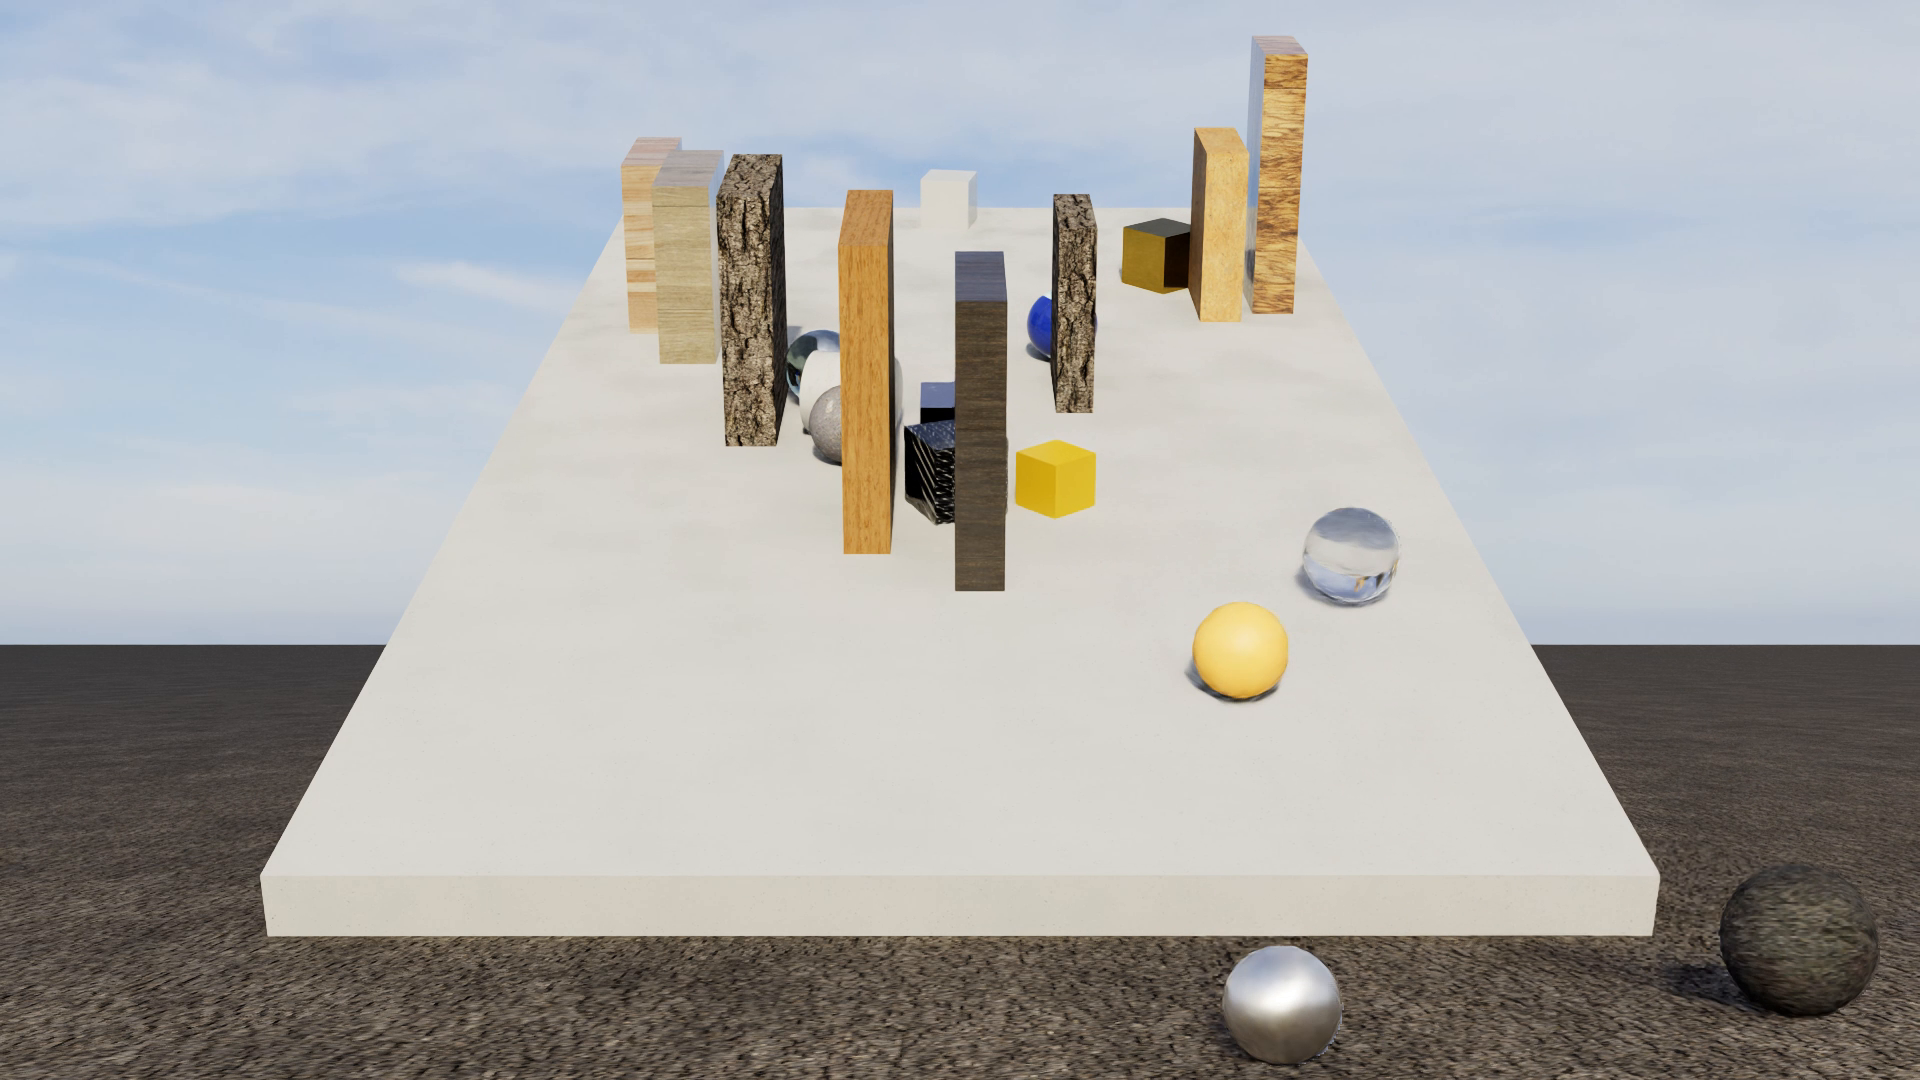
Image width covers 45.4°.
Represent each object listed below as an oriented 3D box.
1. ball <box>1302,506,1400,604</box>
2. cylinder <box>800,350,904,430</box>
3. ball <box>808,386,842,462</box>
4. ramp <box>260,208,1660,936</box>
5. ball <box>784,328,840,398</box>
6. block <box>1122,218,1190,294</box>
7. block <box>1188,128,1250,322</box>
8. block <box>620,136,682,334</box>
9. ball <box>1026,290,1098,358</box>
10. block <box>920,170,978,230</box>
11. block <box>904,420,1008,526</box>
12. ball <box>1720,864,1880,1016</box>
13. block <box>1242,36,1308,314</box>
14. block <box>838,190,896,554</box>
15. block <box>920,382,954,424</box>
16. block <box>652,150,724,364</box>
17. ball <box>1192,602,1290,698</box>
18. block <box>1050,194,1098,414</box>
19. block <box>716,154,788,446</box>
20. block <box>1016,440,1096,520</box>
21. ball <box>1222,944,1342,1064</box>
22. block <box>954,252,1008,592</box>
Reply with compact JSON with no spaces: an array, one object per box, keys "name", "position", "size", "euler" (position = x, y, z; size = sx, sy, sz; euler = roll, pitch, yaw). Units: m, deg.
[{"name":"ball","position":[0.711,0.027,4.171],"size":[0.176,0.176,0.176],"euler":[0,-2,0]},{"name":"cylinder","position":[-0.237,-0.319,5.022],"size":[0.179,0.179,0.179],"euler":[6,-1,15]},{"name":"ball","position":[-0.236,-0.246,4.858],"size":[0.167,0.167,0.167],"euler":[0,-2,0]},{"name":"ramp","position":[-0.006,-0.220,5.152],"size":[2.000,0.100,4.000],"euler":[0,22,0]},{"name":"ball","position":[-0.311,-0.391,5.206],"size":[0.175,0.175,0.175],"euler":[0,-2,0]},{"name":"block","position":[0.546,-0.764,6.167],"size":[0.155,0.155,0.155],"euler":[-18,28,-38]},{"name":"block","position":[0.665,-0.817,5.923],"size":[0.105,0.434,0.320],"euler":[0,22,0]},{"name":"block","position":[-0.772,-0.777,5.827],"size":[0.113,0.426,0.333],"euler":[0,22,0]},{"name":"ball","position":[0.246,-0.519,5.532],"size":[0.173,0.173,0.173],"euler":[0,-2,0]},{"name":"block","position":[-0.032,-1.008,6.786],"size":[0.142,0.142,0.142],"euler":[4,22,10]},{"name":"block","position":[-0.008,-0.141,4.608],"size":[0.158,0.158,0.158],"euler":[-9,24,-22]},{"name":"ball","position":[0.956,0.456,2.618],"size":[0.172,0.172,0.172],"euler":[0,-2,0]},{"name":"block","position":[0.808,-0.944,5.931],"size":[0.106,0.665,0.279],"euler":[0,22,0]},{"name":"block","position":[-0.178,-0.337,4.494],"size":[0.090,0.606,0.443],"euler":[0,22,0]},{"name":"block","position":[0.004,-0.223,4.793],"size":[0.172,0.172,0.172],"euler":[0,22,-1]},{"name":"block","position":[-0.655,-0.697,5.620],"size":[0.134,0.434,0.392],"euler":[0,22,0]},{"name":"ball","position":[0.466,0.182,3.804],"size":[0.160,0.160,0.160],"euler":[0,-2,0]},{"name":"block","position":[0.259,-0.545,5.254],"size":[0.084,0.426,0.324],"euler":[0,22,0]},{"name":"block","position":[-0.453,-0.534,5.060],"size":[0.110,0.549,0.412],"euler":[0,22,0]},{"name":"block","position":[0.193,-0.123,4.624],"size":[0.114,0.114,0.114],"euler":[-19,29,-39]},{"name":"ball","position":[0.326,0.470,2.321],"size":[0.119,0.119,0.119],"euler":[0,-2,0]},{"name":"block","position":[0.037,-0.226,4.292],"size":[0.092,0.553,0.349],"euler":[0,22,0]}]
